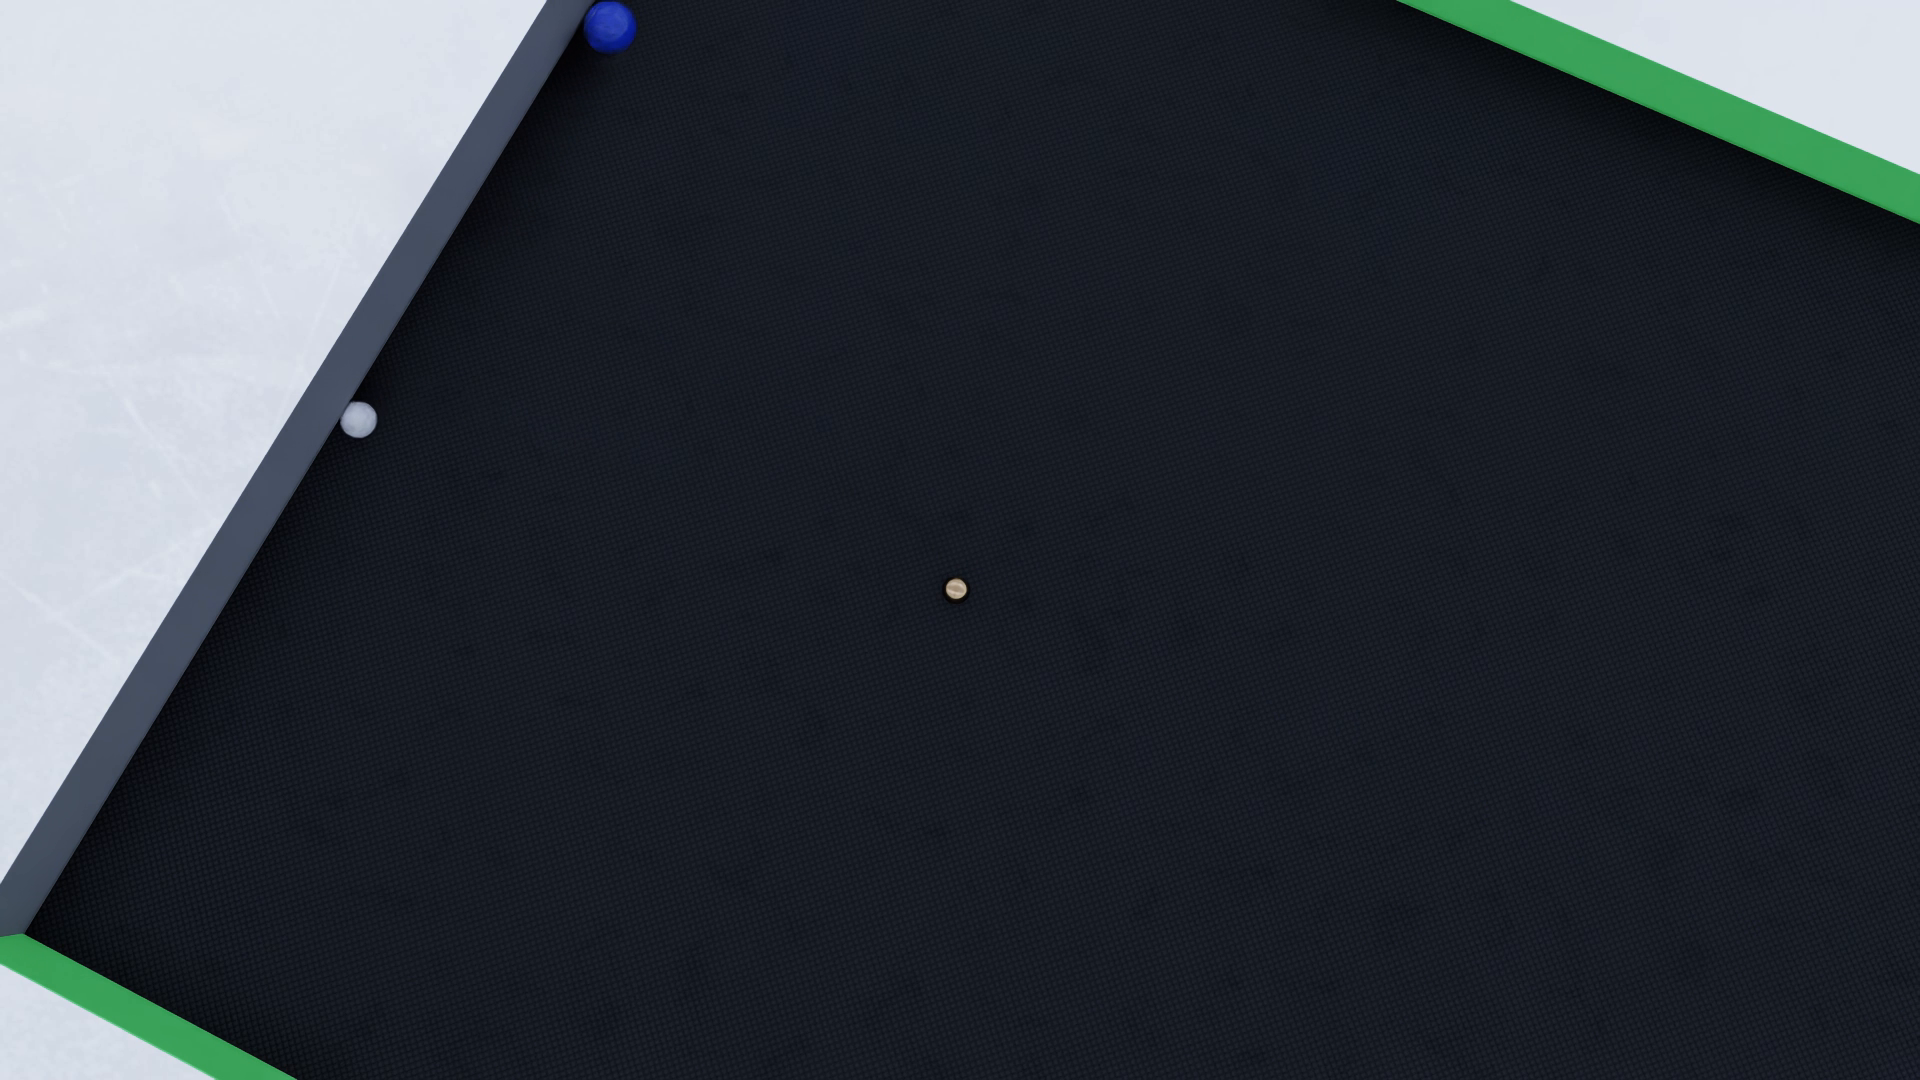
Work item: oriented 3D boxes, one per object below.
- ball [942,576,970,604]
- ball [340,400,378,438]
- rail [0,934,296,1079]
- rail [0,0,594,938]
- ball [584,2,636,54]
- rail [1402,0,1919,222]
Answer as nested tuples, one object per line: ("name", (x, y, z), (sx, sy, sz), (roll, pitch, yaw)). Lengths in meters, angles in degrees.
("ball", (-0.006, 0.077, 3.366), (0.044, 0.044, 0.044), (0, 73, 0))
("ball", (-0.940, -0.189, 3.439), (0.057, 0.057, 0.057), (0, 73, 0))
("rail", (0.372, 1.414, 2.930), (3.970, 0.112, 0.045), (25, 75, 7))
("rail", (-0.868, -0.421, 3.478), (0.045, 0.112, 2.379), (25, 75, 7))
("ball", (-0.577, -0.843, 3.619), (0.086, 0.086, 0.086), (0, 73, 0))
("rail", (1.407, -0.588, 3.528), (3.970, 0.112, 0.045), (25, 75, 7))
